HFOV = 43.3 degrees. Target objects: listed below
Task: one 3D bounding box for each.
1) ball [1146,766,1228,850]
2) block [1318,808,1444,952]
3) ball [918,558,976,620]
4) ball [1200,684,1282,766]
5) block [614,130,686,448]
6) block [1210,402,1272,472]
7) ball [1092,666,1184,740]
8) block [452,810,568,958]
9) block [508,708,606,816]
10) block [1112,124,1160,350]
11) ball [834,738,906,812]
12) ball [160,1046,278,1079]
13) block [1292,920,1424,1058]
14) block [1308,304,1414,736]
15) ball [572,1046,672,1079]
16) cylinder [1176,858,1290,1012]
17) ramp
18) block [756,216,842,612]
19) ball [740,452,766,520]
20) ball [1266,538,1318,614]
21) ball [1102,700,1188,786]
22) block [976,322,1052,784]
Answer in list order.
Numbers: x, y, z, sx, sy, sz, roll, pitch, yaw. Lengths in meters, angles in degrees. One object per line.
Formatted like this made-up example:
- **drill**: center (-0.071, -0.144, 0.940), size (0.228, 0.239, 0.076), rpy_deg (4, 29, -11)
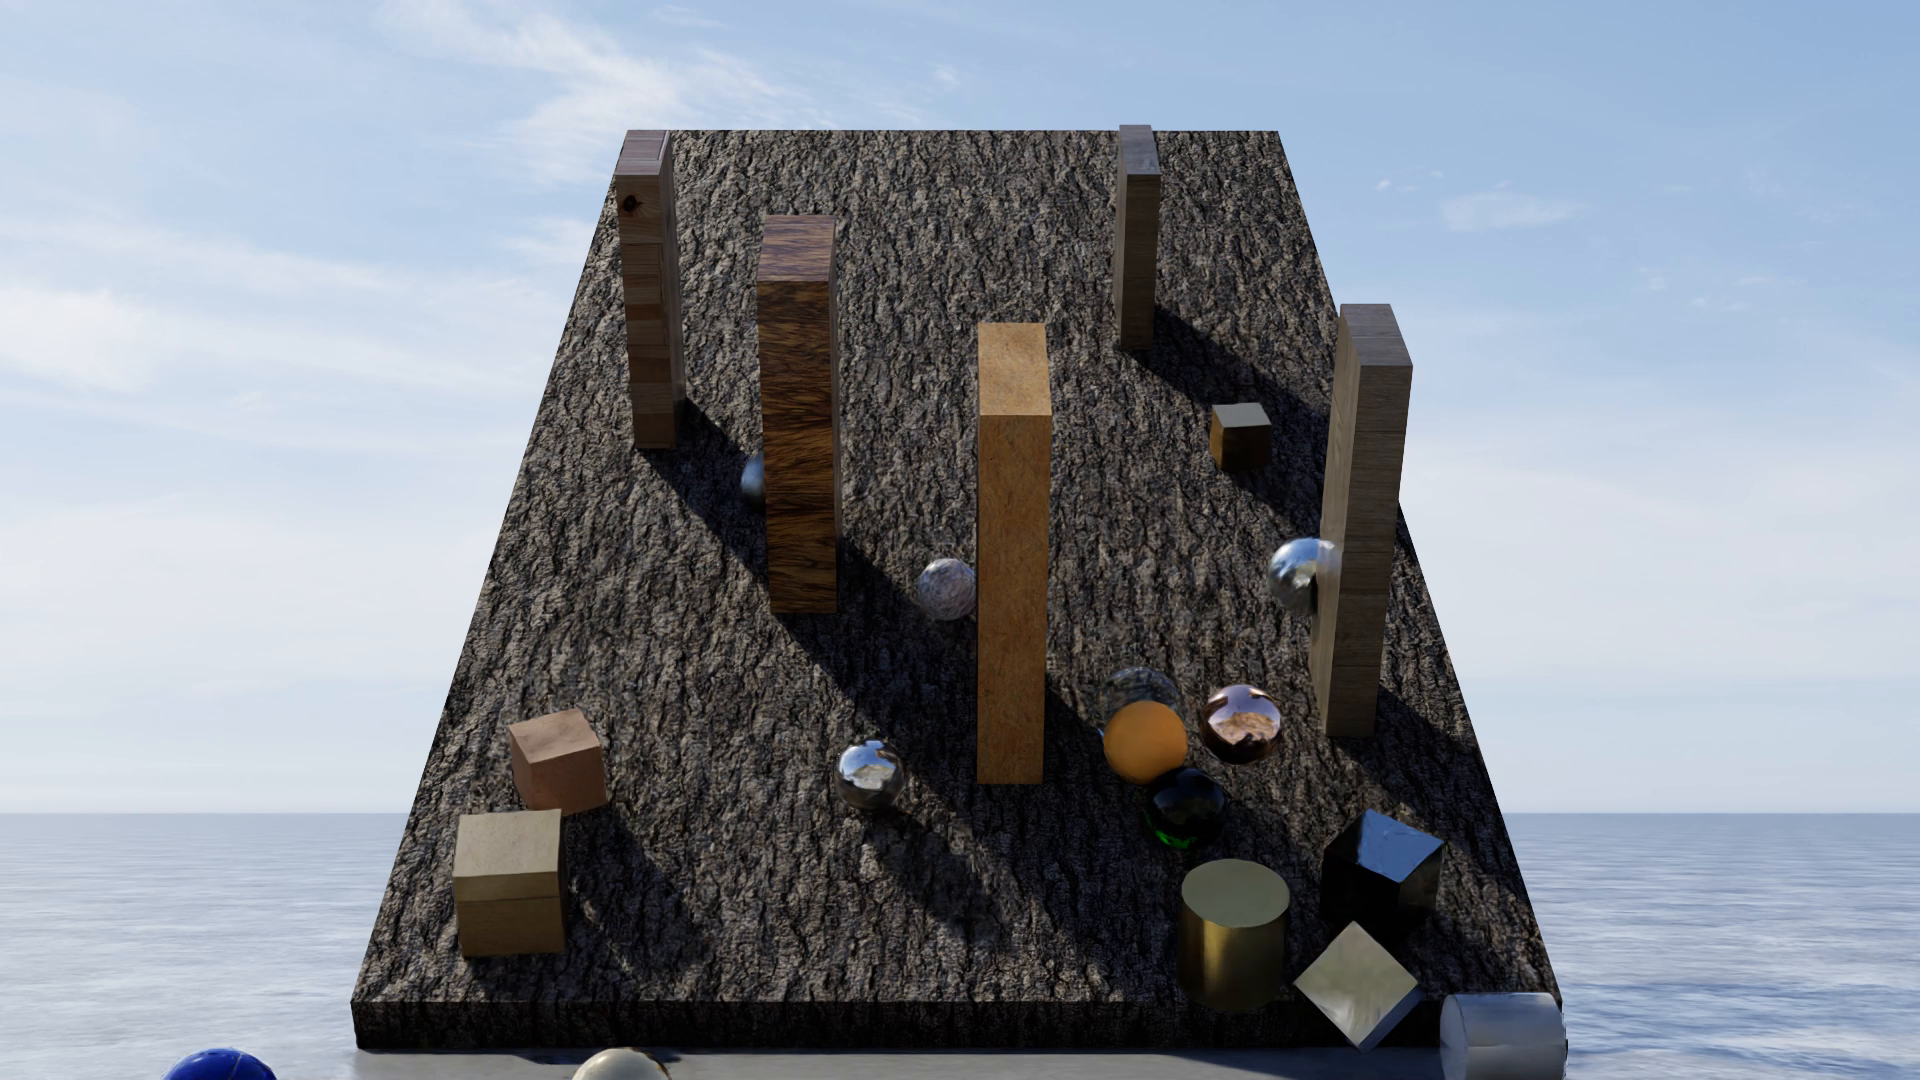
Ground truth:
- **ball**: center (0.405, 0.479, 4.328), size (0.149, 0.149, 0.149), rpy_deg (0, -6, 0)
- **block**: center (0.721, 0.582, 4.156), size (0.147, 0.147, 0.147), rpy_deg (22, 37, 33)
- **ball**: center (-0.024, 0.101, 4.992), size (0.129, 0.129, 0.129), rpy_deg (0, -6, 0)
- **ball**: center (0.498, 0.327, 4.290), size (0.145, 0.145, 0.145), rpy_deg (0, -6, 0)
- **block**: center (-0.711, -0.576, 5.598), size (0.095, 0.680, 0.270), rpy_deg (0, 30, 0)
- **block**: center (0.647, -0.239, 5.593), size (0.113, 0.113, 0.113), rpy_deg (-4, 31, -7)
- **ball**: center (0.336, 0.325, 4.567), size (0.175, 0.175, 0.175), rpy_deg (0, -6, 0)
- **block**: center (-0.762, 0.583, 4.121), size (0.171, 0.171, 0.171), rpy_deg (-3, 30, -5)
- **block**: center (-0.740, 0.413, 4.448), size (0.134, 0.134, 0.134), rpy_deg (-14, 33, -22)
- **block**: center (0.446, -0.770, 6.144), size (0.081, 0.471, 0.339), rpy_deg (0, 30, 0)
- **ball**: center (-0.164, 0.430, 4.427), size (0.132, 0.132, 0.132), rpy_deg (0, -6, 0)
- **ball**: center (-0.799, 0.618, 2.605), size (0.142, 0.142, 0.142), rpy_deg (0, -6, 0)
- **block**: center (0.590, 0.665, 3.579), size (0.129, 0.129, 0.129), rpy_deg (44, -4, 23)
- **block**: center (0.748, -0.030, 4.563), size (0.092, 0.793, 0.258), rpy_deg (0, 30, 0)
- **ball**: center (-0.387, 0.644, 2.773), size (0.126, 0.126, 0.126), rpy_deg (0, -6, 0)
- **cylinder**: center (0.451, 0.653, 4.004), size (0.178, 0.178, 0.178), rpy_deg (0, 30, 0)
- **ramp**: center (-0.013, -0.207, 5.743), size (2.000, 0.100, 4.000), rpy_deg (0, 30, 0)
- **block**: center (-0.324, -0.256, 4.983), size (0.139, 0.751, 0.325), rpy_deg (0, 30, 0)
- **ball**: center (-0.406, -0.122, 5.340), size (0.158, 0.158, 0.158), rpy_deg (0, -6, 0)
- **ball**: center (0.695, 0.072, 4.863), size (0.156, 0.156, 0.156), rpy_deg (0, -6, 0)
- **ball**: center (0.338, 0.370, 4.408), size (0.155, 0.155, 0.155), rpy_deg (0, -6, 0)
- **block**: center (0.093, 0.028, 4.478), size (0.122, 0.774, 0.367), rpy_deg (0, 30, 0)
